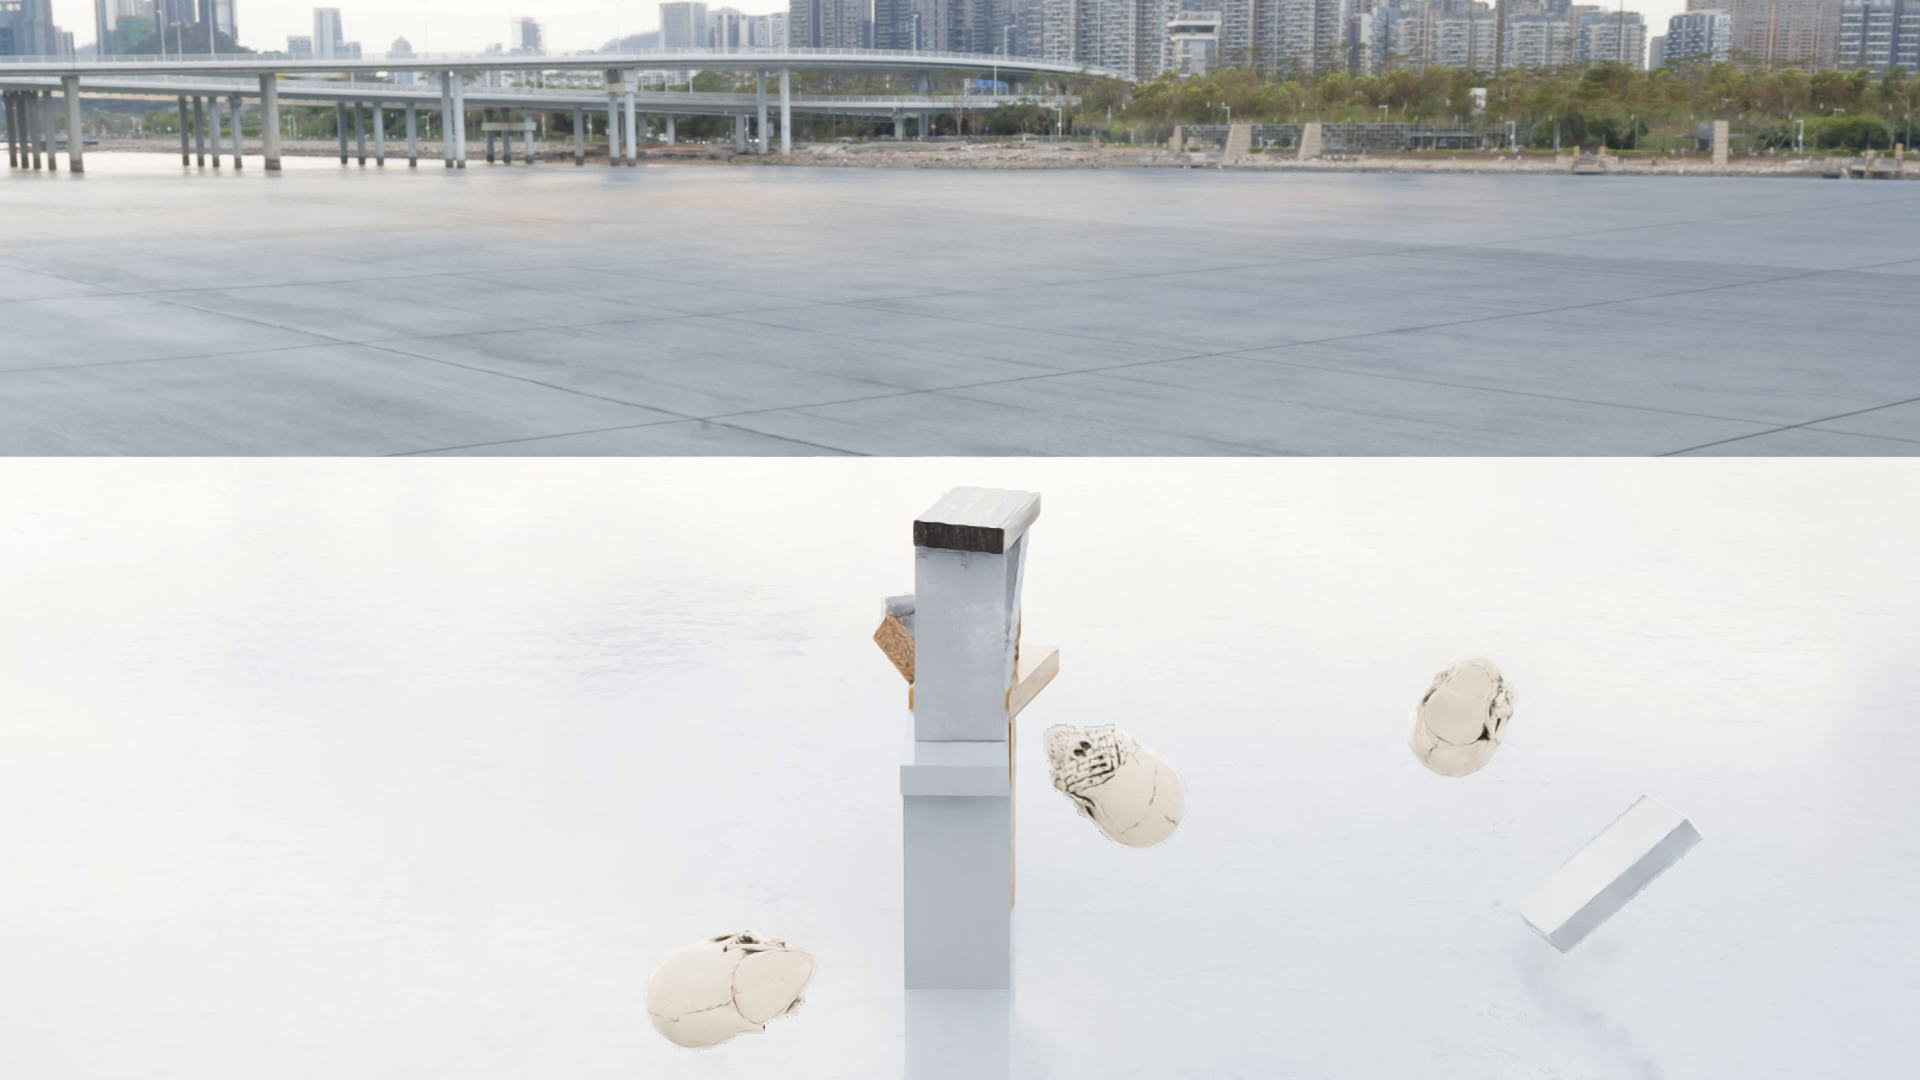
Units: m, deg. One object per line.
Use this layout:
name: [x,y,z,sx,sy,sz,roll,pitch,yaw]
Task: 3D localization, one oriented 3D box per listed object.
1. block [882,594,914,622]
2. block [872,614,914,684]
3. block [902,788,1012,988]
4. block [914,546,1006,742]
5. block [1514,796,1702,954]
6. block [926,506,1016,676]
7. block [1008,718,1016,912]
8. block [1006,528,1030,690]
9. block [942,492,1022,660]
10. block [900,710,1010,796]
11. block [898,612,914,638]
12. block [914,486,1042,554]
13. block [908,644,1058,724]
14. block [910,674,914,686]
block: [-0.070,0.125,3.944,0.135,0.068,0.019,-7,46,-12]
block: [-0.096,0.202,3.894,0.019,0.068,0.135,-26,70,-40]
block: [-0.004,0.509,3.242,0.157,0.313,0.044,0,15,0]
block: [0.000,0.151,3.261,0.135,0.291,0.038,0,8,1]
block: [0.995,0.514,3.388,0.275,0.039,0.137,-40,11,-1]
block: [0.018,0.083,3.561,0.137,0.274,0.039,2,9,13]
block: [0.005,0.437,3.585,0.166,0.332,0.047,2,11,12]
block: [0.025,0.098,3.454,0.135,0.269,0.038,13,19,18]
block: [0.034,0.058,3.672,0.137,0.274,0.039,2,2,-4]
block: [-0.005,0.316,3.296,0.157,0.044,0.313,0,10,1]
block: [-0.057,0.191,3.926,0.068,0.135,0.019,-26,9,8]
block: [0.029,-0.033,3.315,0.135,0.038,0.269,5,14,12]
block: [0.043,0.232,3.645,0.166,0.047,0.332,3,11,16]
block: [-0.002,0.399,3.788,0.166,0.332,0.047,0,10,1]
